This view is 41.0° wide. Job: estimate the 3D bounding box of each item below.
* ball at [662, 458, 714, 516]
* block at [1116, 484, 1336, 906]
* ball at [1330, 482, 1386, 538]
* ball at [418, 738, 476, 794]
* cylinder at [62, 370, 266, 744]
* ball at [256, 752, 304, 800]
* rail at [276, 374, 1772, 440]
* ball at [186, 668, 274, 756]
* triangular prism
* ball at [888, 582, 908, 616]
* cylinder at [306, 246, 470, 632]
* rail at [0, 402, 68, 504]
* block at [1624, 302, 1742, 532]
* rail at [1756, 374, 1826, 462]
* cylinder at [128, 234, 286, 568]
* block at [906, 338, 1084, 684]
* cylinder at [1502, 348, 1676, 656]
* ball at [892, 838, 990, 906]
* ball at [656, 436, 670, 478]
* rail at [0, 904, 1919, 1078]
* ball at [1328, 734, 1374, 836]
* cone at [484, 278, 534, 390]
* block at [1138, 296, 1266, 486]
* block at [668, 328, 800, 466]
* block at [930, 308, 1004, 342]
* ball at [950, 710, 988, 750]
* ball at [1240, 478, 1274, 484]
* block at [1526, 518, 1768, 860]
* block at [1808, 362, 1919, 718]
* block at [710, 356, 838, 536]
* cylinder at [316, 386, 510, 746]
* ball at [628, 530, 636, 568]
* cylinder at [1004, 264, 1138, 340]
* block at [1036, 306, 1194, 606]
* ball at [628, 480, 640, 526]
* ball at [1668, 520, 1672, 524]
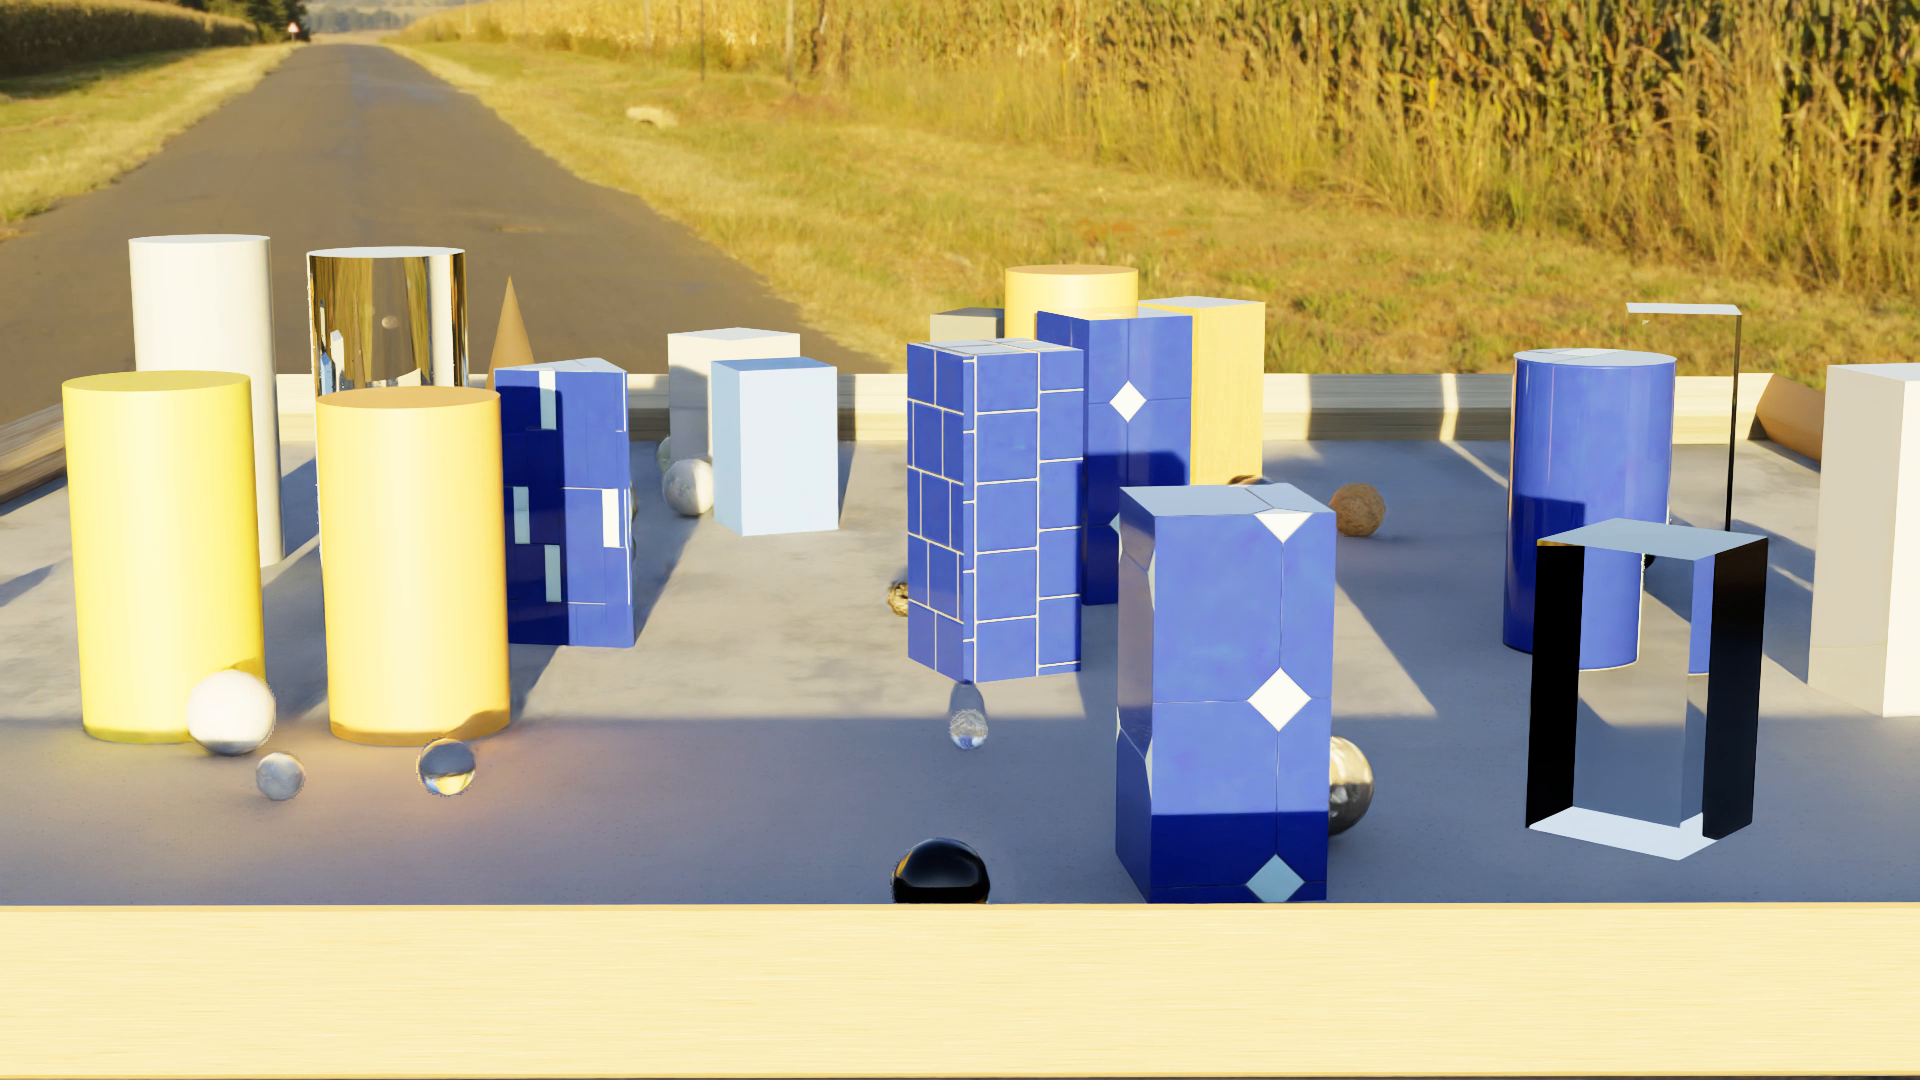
[{"bbox_3d":[-0.440,-0.087,4.196,0.094,0.094,0.094,0,10,0],"label":"ball"},{"bbox_3d":[0.235,0.135,2.304,0.159,0.347,0.159,-1,11,-7],"label":"block"},{"bbox_3d":[0.620,-0.047,4.005,0.087,0.087,0.087,0,10,0],"label":"ball"},{"bbox_3d":[-0.519,0.229,2.593,0.057,0.057,0.057,0,10,0],"label":"ball"},{"bbox_3d":[-0.881,0.014,2.852,0.198,0.385,0.198,0,10,0],"label":"cylinder"},{"bbox_3d":[-0.684,0.237,2.578,0.047,0.047,0.047,0,10,0],"label":"ball"},{"bbox_3d":[-0.009,-0.257,5.016,3.214,0.129,0.045,0,10,0],"label":"rail"},{"bbox_3d":[-0.779,0.184,2.740,0.092,0.092,0.092,0,10,0],"label":"ball"},{"bbox_3d":[-0.487,-0.052,3.306,0.172,0.351,0.149,2,11,10],"label":"triangular prism"},{"bbox_3d":[-0.074,0.079,3.436,0.045,0.045,0.045,0,10,0],"label":"ball"},{"bbox_3d":[-0.736,-0.129,3.337,0.198,0.490,0.198,0,10,0],"label":"cylinder"},{"bbox_3d":[-1.583,0.035,3.440,0.045,0.129,3.235,0,10,0],"label":"rail"},{"bbox_3d":[1.073,-0.162,3.843,0.159,0.370,0.159,2,11,13],"label":"block"},{"bbox_3d":[1.583,0.032,3.458,0.045,0.129,3.235,0,10,0],"label":"rail"},{"bbox_3d":[-1.109,-0.205,3.784,0.198,0.477,0.198,0,10,0],"label":"cylinder"},{"bbox_3d":[0.041,-0.040,3.126,0.159,0.392,0.159,-5,12,-25],"label":"block"},{"bbox_3d":[0.792,-0.048,3.236,0.198,0.368,0.198,0,10,0],"label":"cylinder"},{"bbox_3d":[-0.016,0.293,2.176,0.082,0.082,0.082,0,10,0],"label":"ball"},{"bbox_3d":[-0.491,-0.143,4.514,0.089,0.089,0.089,0,10,0],"label":"ball"},{"bbox_3d":[0.009,0.323,1.882,3.214,0.129,0.045,0,10,0],"label":"rail"},{"bbox_3d":[0.347,0.234,2.455,0.098,0.098,0.098,0,10,0],"label":"ball"},{"bbox_3d":[-0.710,-0.222,4.080,0.198,0.402,0.198,0,10,0],"label":"cone"},{"bbox_3d":[0.383,-0.216,4.202,0.159,0.347,0.159,-9,14,-41],"label":"block"},{"bbox_3d":[-0.387,-0.218,4.413,0.159,0.274,0.159,10,14,43],"label":"block"},{"bbox_3d":[0.055,-0.254,4.540,0.159,0.298,0.159,5,12,26],"label":"block"},{"bbox_3d":[0.009,0.205,2.768,0.041,0.041,0.041,0,10,0],"label":"ball"},{"bbox_3d":[0.466,-0.054,4.036,0.089,0.089,0.089,0,10,0],"label":"ball"},{"bbox_3d":[0.659,0.138,2.465,0.159,0.284,0.159,9,14,40],"label":"block"},{"bbox_3d":[1.103,-0.004,2.958,0.159,0.383,0.159,-2,11,-12],"label":"block"},{"bbox_3d":[-0.297,-0.153,4.100,0.159,0.259,0.159,-4,11,-21],"label":"block"},{"bbox_3d":[-0.604,0.024,2.844,0.198,0.368,0.198,0,10,0],"label":"cylinder"},{"bbox_3d":[-0.506,0.014,3.675,0.086,0.086,0.086,0,10,0],"label":"ball"},{"bbox_3d":[0.165,-0.190,3.839,0.198,0.428,0.198,0,10,0],"label":"cylinder"},{"bbox_3d":[0.212,-0.121,3.569,0.159,0.391,0.159,-5,11,-24],"label":"block"},{"bbox_3d":[-0.554,-0.059,4.039,0.097,0.097,0.097,0,10,0],"label":"ball"},{"bbox_3d":[1.011,0.000,3.762,0.082,0.082,0.082,0,10,0],"label":"ball"}]
